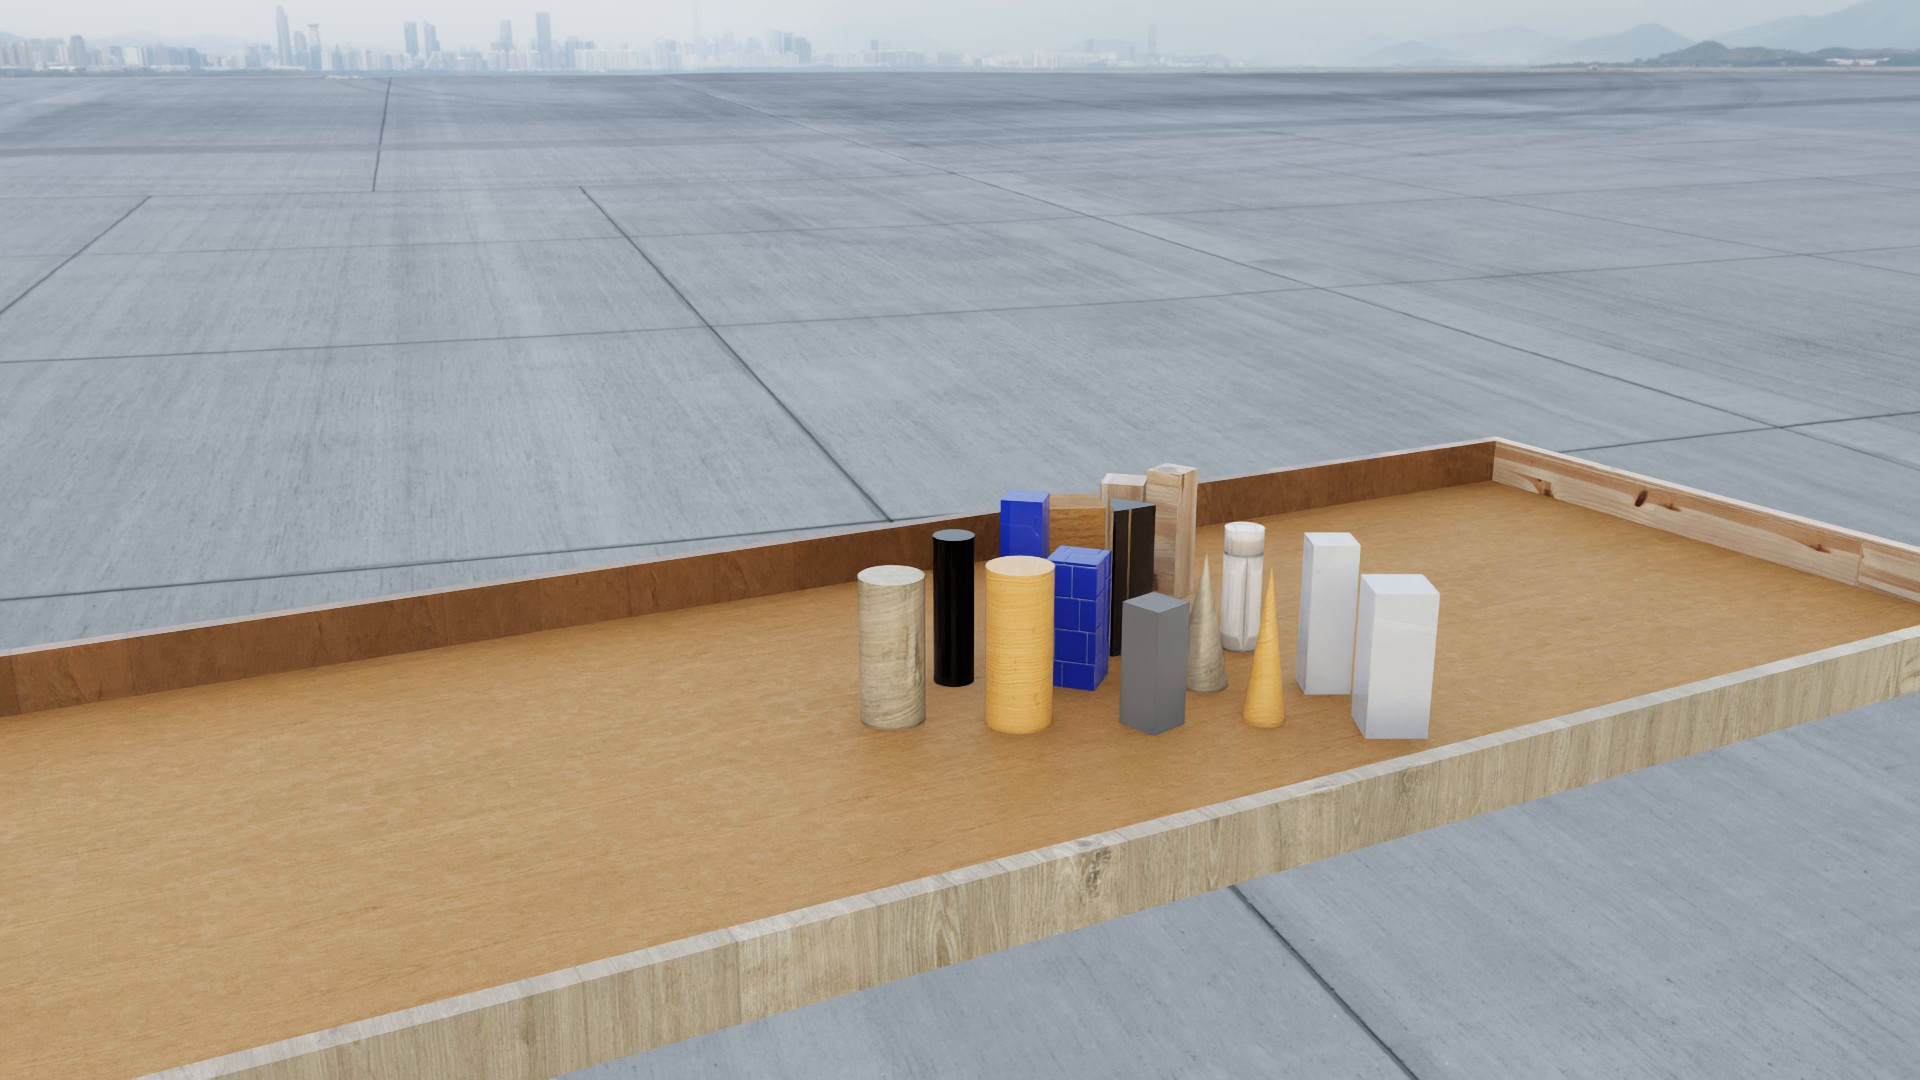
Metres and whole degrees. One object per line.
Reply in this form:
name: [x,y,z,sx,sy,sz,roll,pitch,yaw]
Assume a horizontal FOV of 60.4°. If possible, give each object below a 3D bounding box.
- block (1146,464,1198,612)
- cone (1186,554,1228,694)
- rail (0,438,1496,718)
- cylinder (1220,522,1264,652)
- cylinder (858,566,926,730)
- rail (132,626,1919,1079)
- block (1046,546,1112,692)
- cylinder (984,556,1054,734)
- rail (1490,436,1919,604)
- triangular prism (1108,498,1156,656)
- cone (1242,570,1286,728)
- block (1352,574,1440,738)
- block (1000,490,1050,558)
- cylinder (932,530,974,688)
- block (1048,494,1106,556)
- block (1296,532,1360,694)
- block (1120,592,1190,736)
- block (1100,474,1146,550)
block: [0.585,0.005,4.597,0.101,0.417,0.101,13,21,37]
cone: [0.603,0.195,4.082,0.135,0.344,0.135,0,16,0]
rail: [-3.305,0.497,3.399,12.000,0.150,0.050,-9,18,-27]
cylinder: [0.743,0.124,4.348,0.104,0.329,0.104,0,16,0]
cylinder: [-0.159,0.252,3.867,0.156,0.356,0.156,0,16,0]
rail: [-2.336,1.006,1.665,12.000,0.150,0.050,-9,18,-27]
block: [0.293,0.194,4.116,0.131,0.327,0.131,6,17,19]
cylinder: [0.139,0.243,3.847,0.160,0.384,0.160,0,16,0]
rail: [2.466,-0.048,5.253,0.050,0.150,2.100,-9,18,-27]
triangular prism: [0.424,0.093,4.336,0.128,0.395,0.111,-9,19,-28]
cone: [0.720,0.241,3.857,0.104,0.381,0.104,0,16,0]
block: [1.005,0.269,3.817,0.144,0.351,0.144,0,16,0]
block: [0.170,0.084,4.338,0.109,0.413,0.109,4,17,12]
cylinder: [-0.015,0.170,4.104,0.103,0.380,0.103,0,16,0]
block: [0.313,0.050,4.605,0.156,0.327,0.156,-1,16,-5]
block: [0.904,0.181,4.061,0.112,0.382,0.112,0,16,0]
block: [0.452,0.287,3.842,0.108,0.301,0.108,-15,22,-41]
block: [0.481,-0.022,4.860,0.124,0.322,0.124,4,17,13]
